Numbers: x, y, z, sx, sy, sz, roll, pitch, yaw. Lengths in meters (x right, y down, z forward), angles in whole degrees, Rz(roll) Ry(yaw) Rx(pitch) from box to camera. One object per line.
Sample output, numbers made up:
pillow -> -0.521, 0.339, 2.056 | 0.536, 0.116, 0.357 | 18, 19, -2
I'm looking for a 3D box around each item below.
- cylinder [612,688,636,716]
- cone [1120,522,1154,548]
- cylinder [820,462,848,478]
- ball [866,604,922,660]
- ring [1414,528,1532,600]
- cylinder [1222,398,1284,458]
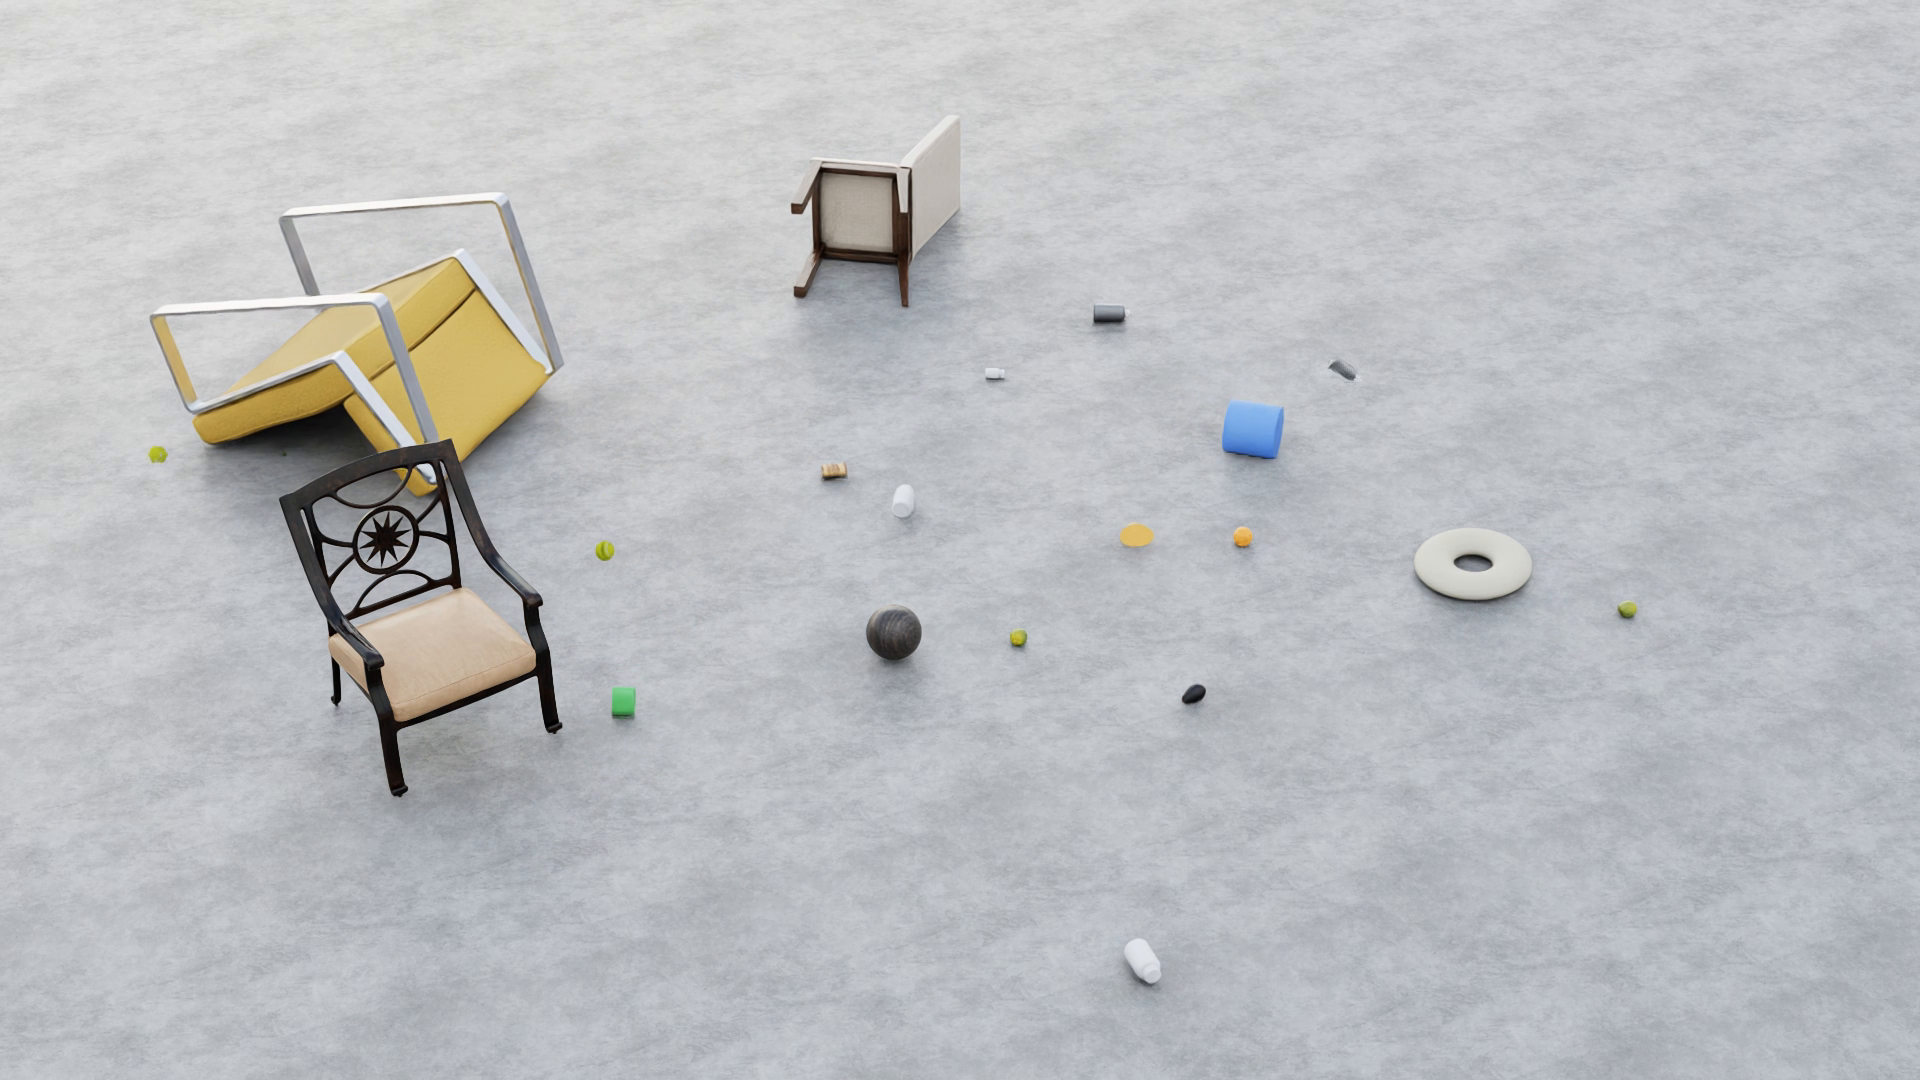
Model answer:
cylinder -> -1.150, 0.552, 10.026 | 0.073, 0.096, 0.070 | 1, -2, 1
cone -> 0.649, -0.042, 10.969 | 0.128, 0.089, 0.169 | -1, 19, -4
cylinder -> -0.486, -0.269, 11.311 | 0.095, 0.044, 0.081 | -4, 22, -7
ball -> -0.231, 0.323, 10.275 | 0.197, 0.197, 0.197 | 0, 33, 0
ring -> 1.881, 0.086, 10.748 | 0.451, 0.073, 0.417 | -28, 43, -34
cylinder -> 1.143, -0.436, 11.427 | 0.201, 0.196, 0.204 | 9, 60, 14
